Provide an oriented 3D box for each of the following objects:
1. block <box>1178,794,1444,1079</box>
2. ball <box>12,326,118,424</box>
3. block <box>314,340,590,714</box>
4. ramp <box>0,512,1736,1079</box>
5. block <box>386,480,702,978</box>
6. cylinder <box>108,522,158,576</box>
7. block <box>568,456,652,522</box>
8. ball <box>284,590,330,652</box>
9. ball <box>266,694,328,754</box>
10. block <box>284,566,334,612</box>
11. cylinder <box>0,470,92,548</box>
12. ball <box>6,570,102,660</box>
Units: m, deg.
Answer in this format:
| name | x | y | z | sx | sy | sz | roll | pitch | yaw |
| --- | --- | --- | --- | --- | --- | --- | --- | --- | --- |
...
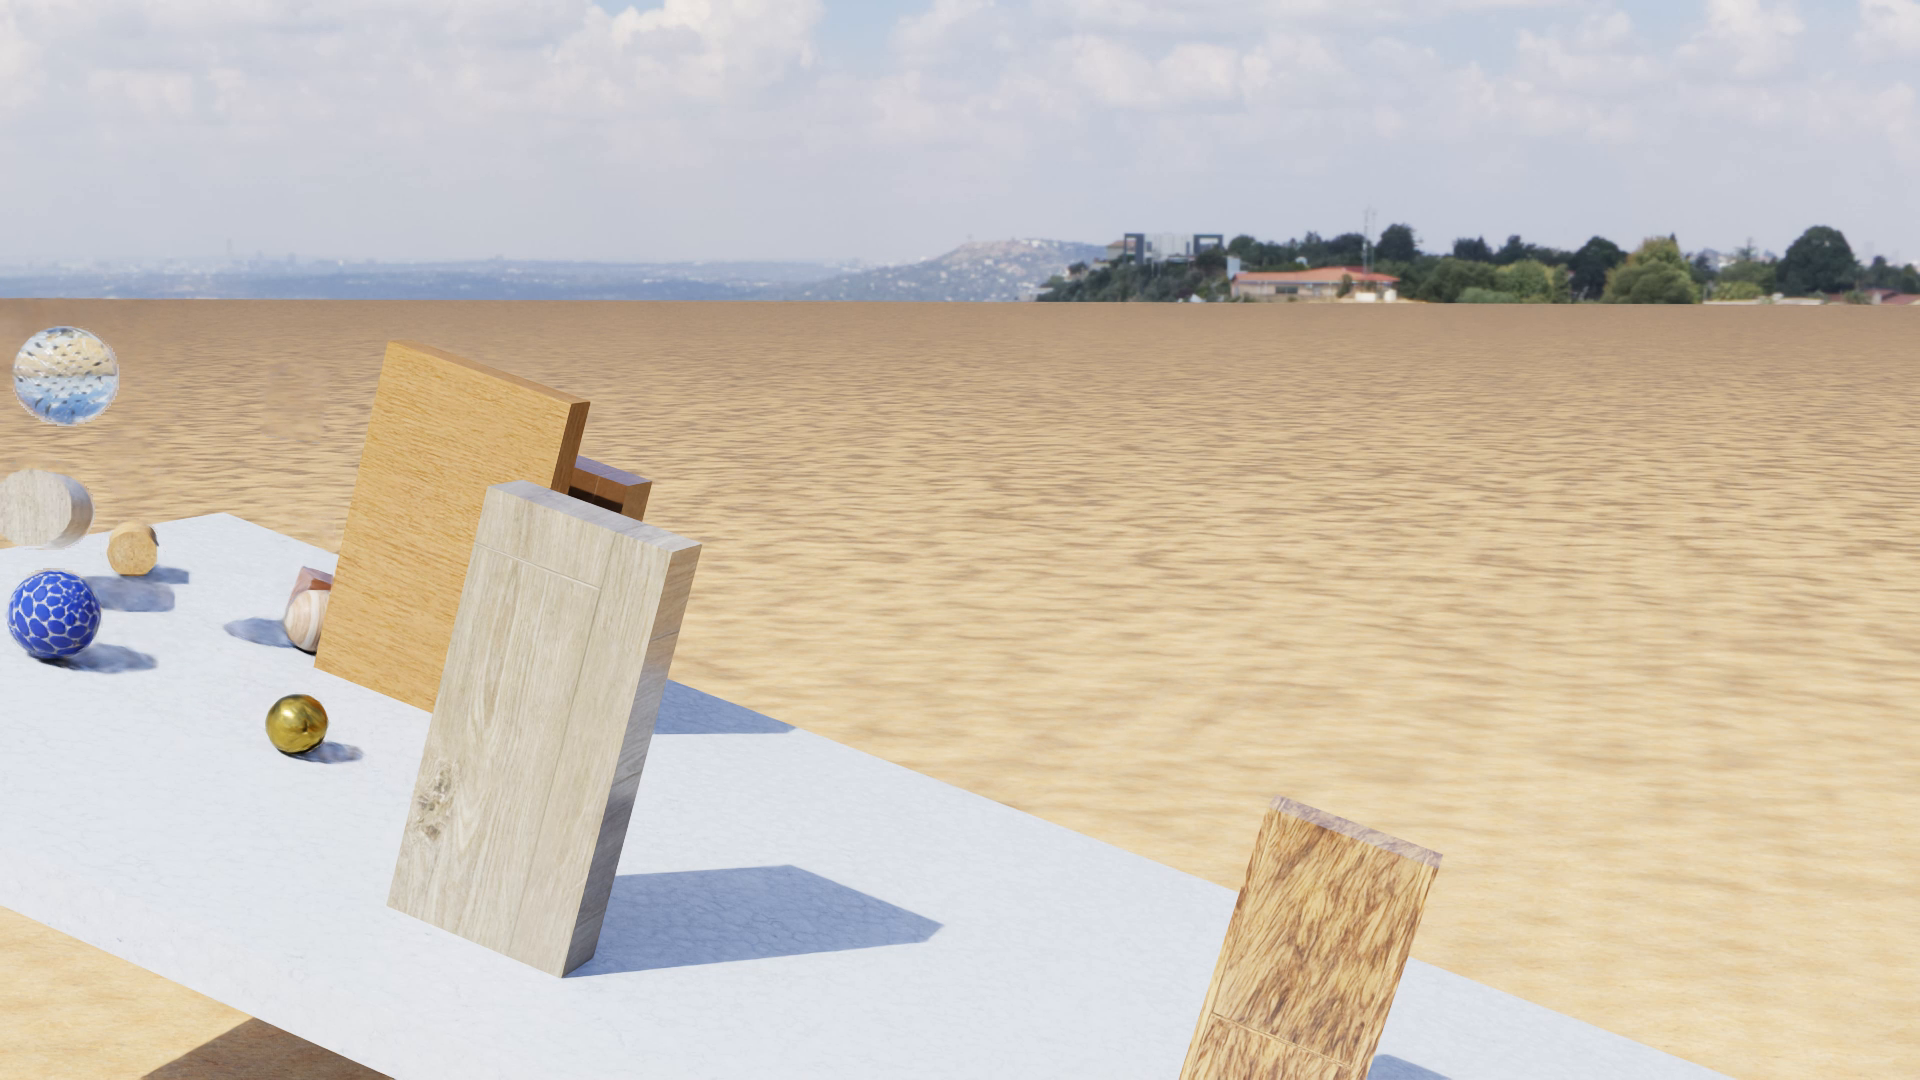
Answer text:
| name | x | y | z | sx | sy | sz | roll | pitch | yaw |
| --- | --- | --- | --- | --- | --- | --- | --- | --- | --- |
| block | 0.580 | 0.751 | 3.709 | 0.292 | 0.569 | 0.096 | 19 | 12 | 14 |
| ball | -1.773 | -0.327 | 4.359 | 0.193 | 0.193 | 0.193 | 0 | 7 | 0 |
| block | -1.077 | -0.007 | 4.638 | 0.436 | 0.730 | 0.088 | 19 | 12 | 14 |
| ramp | -0.372 | 0.721 | 4.236 | 4.000 | 0.100 | 2.000 | 19 | 12 | 14 |
| block | -0.690 | 0.309 | 3.627 | 0.336 | 0.743 | 0.118 | 19 | 12 | 14 |
| cylinder | -1.874 | 0.020 | 4.983 | 0.106 | 0.106 | 0.106 | -2 | 13 | -19 |
| block | -0.951 | 0.065 | 4.973 | 0.373 | 0.530 | 0.127 | 19 | 12 | 14 |
| ball | -1.407 | 0.176 | 4.808 | 0.138 | 0.138 | 0.138 | 0 | 7 | 0 |
| ball | -1.270 | 0.352 | 4.212 | 0.116 | 0.116 | 0.116 | 0 | 7 | 0 |
| block | -1.433 | 0.140 | 4.943 | 0.113 | 0.113 | 0.113 | 20 | 3 | -31 |
| cylinder | -1.940 | -0.065 | 4.652 | 0.162 | 0.162 | 0.162 | -1 | -1 | -7 |
| ball | -1.784 | 0.147 | 4.332 | 0.175 | 0.175 | 0.175 | 0 | 7 | 0 |
